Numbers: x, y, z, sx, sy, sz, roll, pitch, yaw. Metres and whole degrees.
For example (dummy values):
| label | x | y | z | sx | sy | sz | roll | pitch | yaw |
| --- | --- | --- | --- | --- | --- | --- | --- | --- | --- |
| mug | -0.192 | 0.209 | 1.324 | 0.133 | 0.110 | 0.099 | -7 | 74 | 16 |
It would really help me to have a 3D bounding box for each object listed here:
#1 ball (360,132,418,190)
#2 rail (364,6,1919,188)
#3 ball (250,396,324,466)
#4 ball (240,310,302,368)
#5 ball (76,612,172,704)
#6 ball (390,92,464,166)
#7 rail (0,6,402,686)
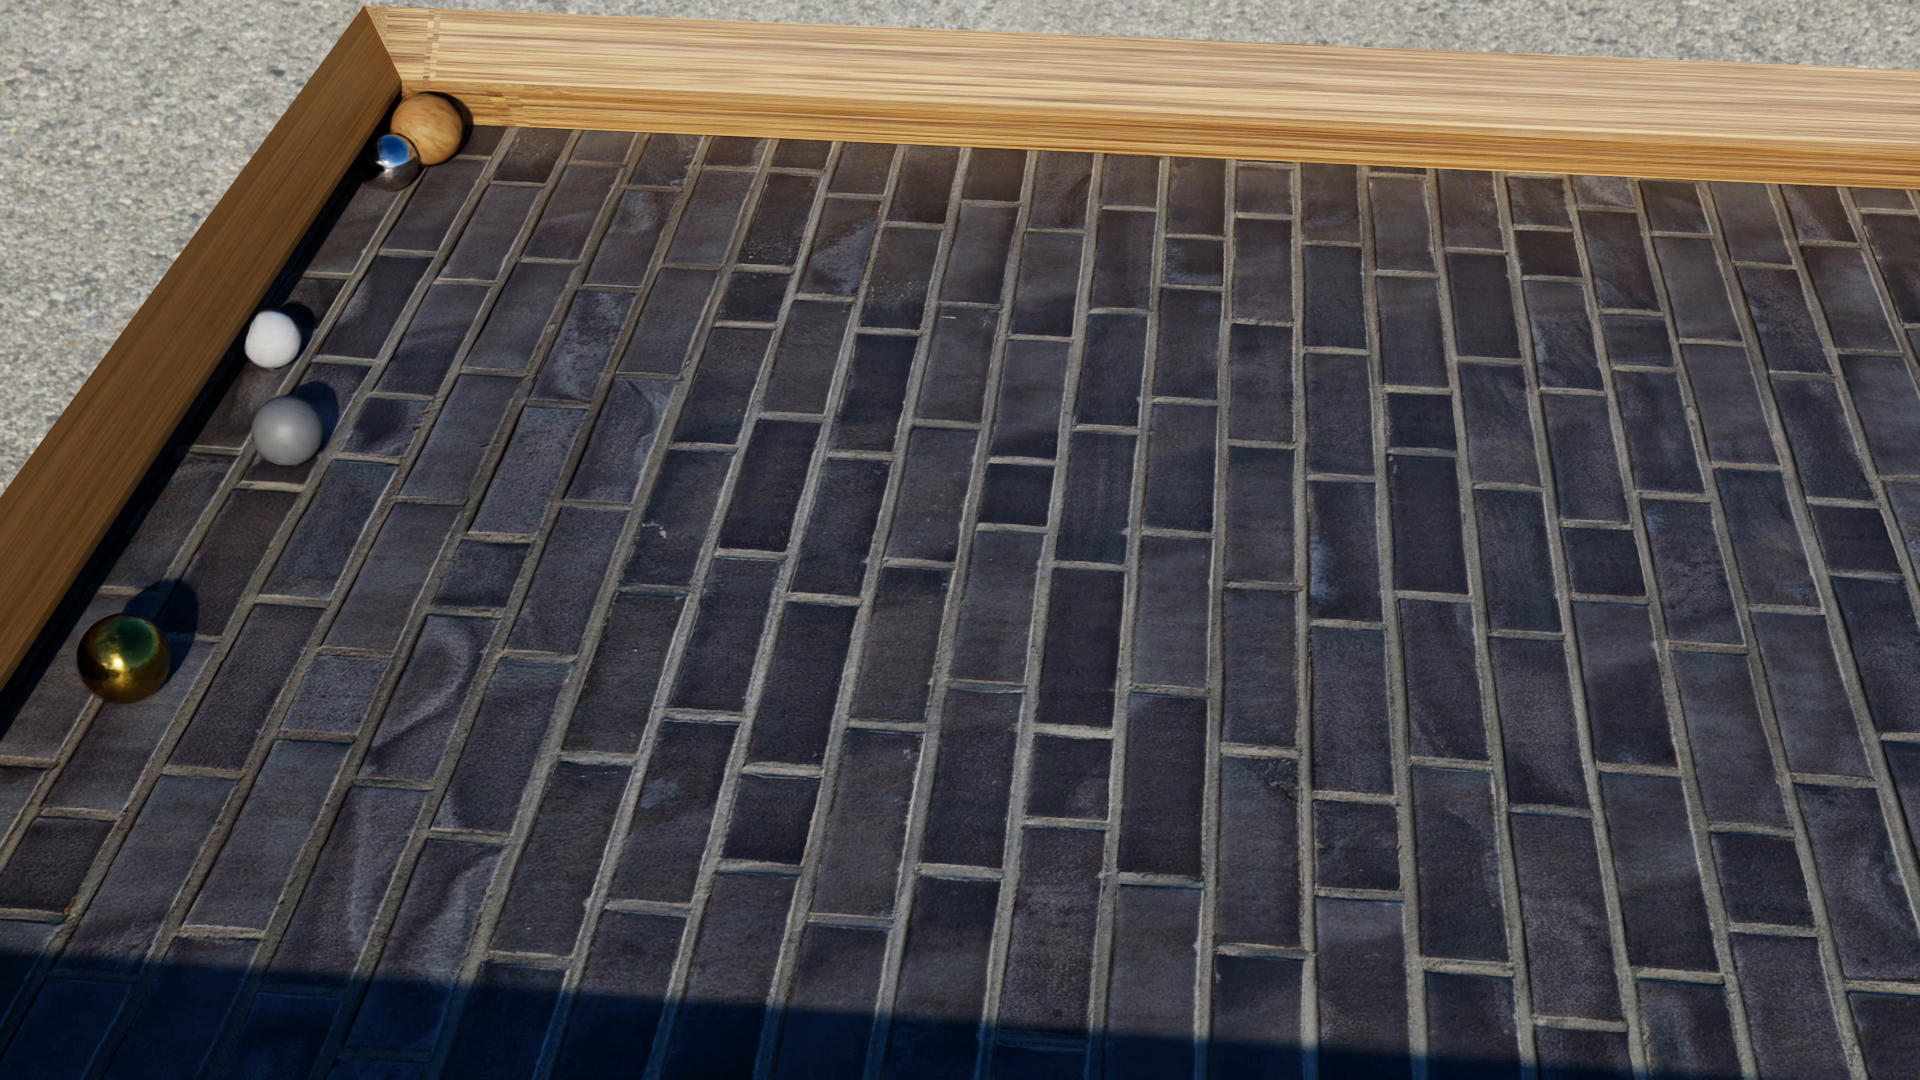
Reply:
| label | x | y | z | sx | sy | sz | roll | pitch | yaw |
| --- | --- | --- | --- | --- | --- | --- | --- | --- | --- |
| ball | -0.559 | -0.370 | 2.512 | 0.056 | 0.056 | 0.056 | 0 | 35 | 0 |
| rail | 0.751 | -0.395 | 2.486 | 2.725 | 0.125 | 0.045 | 3 | 35 | 5 |
| ball | -0.552 | -0.089 | 2.104 | 0.058 | 0.058 | 0.058 | 0 | 35 | 0 |
| ball | -0.600 | -0.174 | 2.233 | 0.051 | 0.051 | 0.051 | 0 | 35 | 0 |
| ball | -0.601 | 0.085 | 1.845 | 0.065 | 0.065 | 0.065 | 0 | 35 | 0 |
| ball | -0.531 | -0.409 | 2.554 | 0.071 | 0.071 | 0.071 | 0 | 35 | 0 |
| rail | -0.654 | -0.065 | 2.009 | 0.045 | 0.125 | 1.489 | 3 | 35 | 5 |
